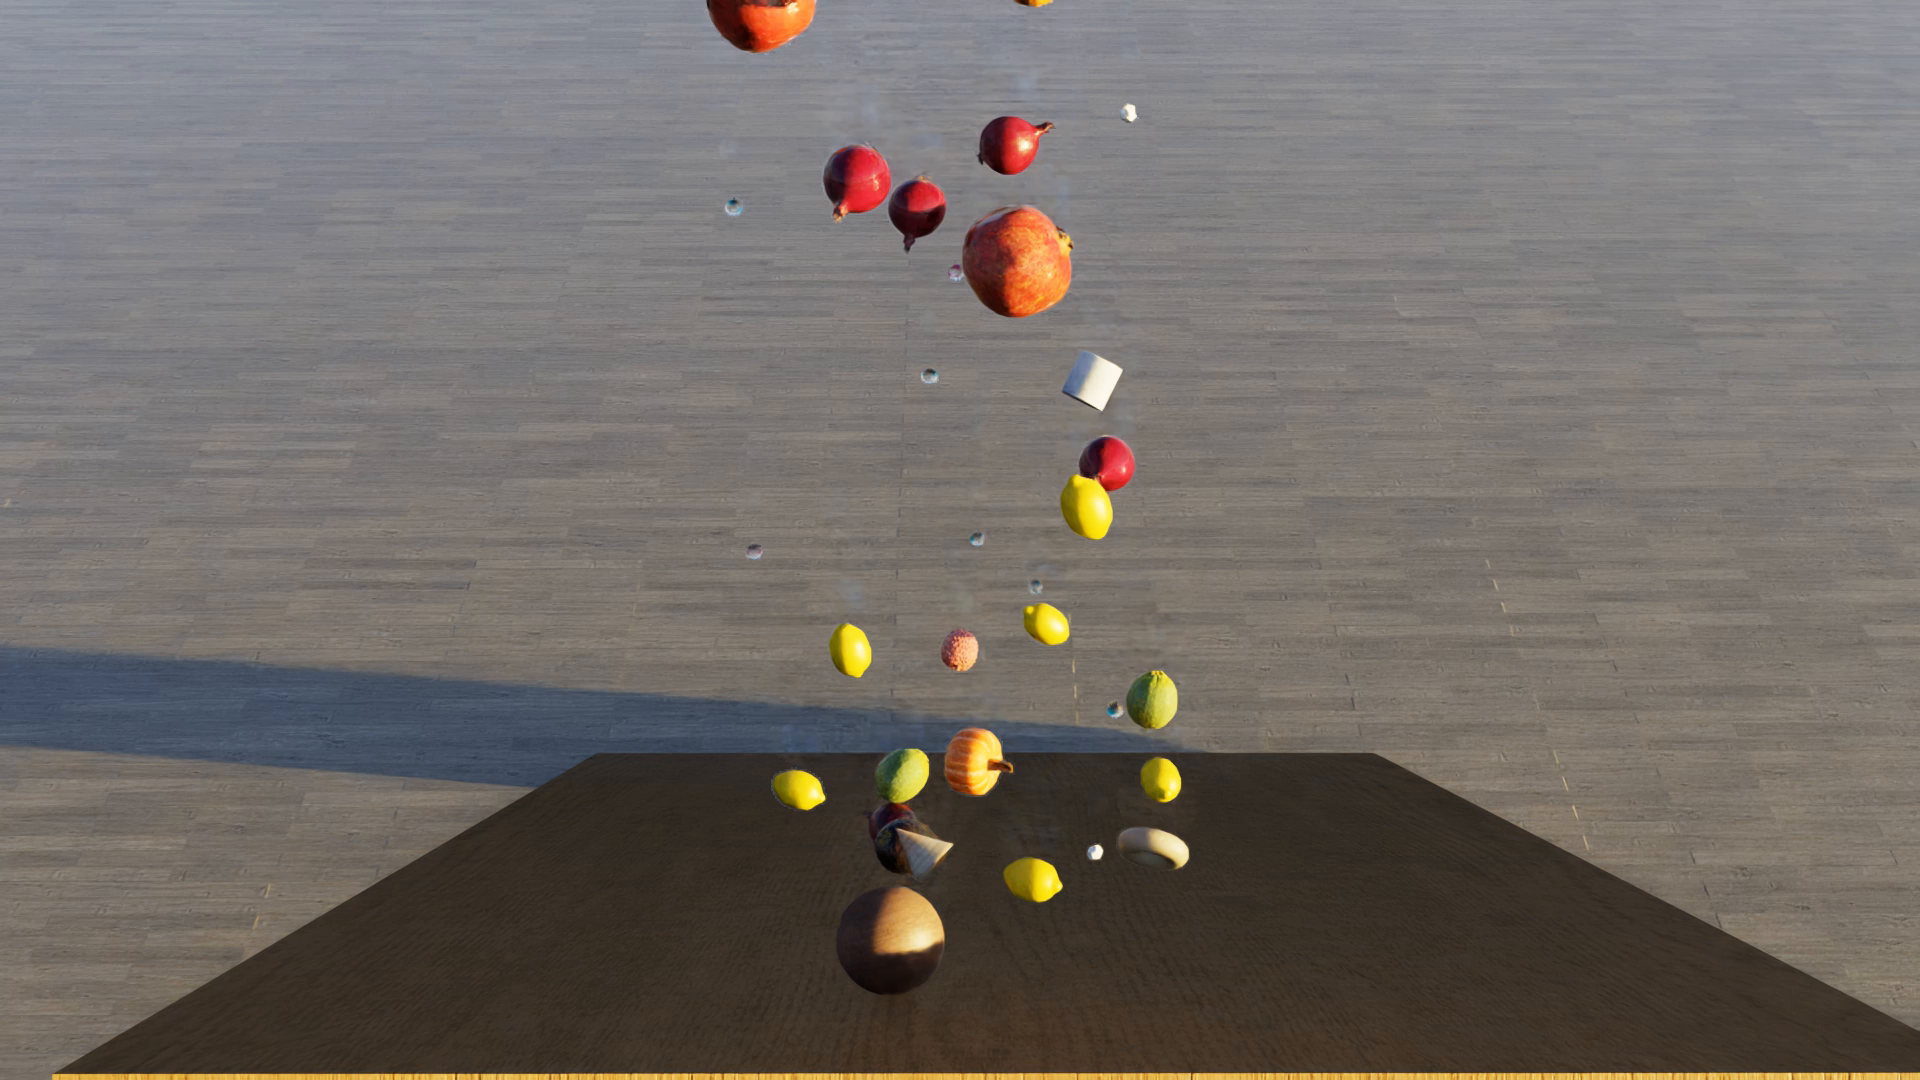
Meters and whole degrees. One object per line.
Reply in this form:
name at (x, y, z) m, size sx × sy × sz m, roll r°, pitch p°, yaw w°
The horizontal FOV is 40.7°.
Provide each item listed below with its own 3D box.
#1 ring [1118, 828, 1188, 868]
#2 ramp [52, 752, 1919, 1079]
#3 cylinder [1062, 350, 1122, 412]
ring at (0.223, 0.356, 2.983) m, size 0.084 × 0.084 × 0.028 m, roll 9°, pitch 66°, yaw 15°
ramp at (0.067, 0.598, 4.656) m, size 2.000 × 0.100 × 4.000 m, roll 0°, pitch 0°, yaw 0°
cylinder at (0.145, -0.175, 2.849) m, size 0.050 × 0.050 × 0.050 m, roll 27°, pitch 1°, yaw -1°
